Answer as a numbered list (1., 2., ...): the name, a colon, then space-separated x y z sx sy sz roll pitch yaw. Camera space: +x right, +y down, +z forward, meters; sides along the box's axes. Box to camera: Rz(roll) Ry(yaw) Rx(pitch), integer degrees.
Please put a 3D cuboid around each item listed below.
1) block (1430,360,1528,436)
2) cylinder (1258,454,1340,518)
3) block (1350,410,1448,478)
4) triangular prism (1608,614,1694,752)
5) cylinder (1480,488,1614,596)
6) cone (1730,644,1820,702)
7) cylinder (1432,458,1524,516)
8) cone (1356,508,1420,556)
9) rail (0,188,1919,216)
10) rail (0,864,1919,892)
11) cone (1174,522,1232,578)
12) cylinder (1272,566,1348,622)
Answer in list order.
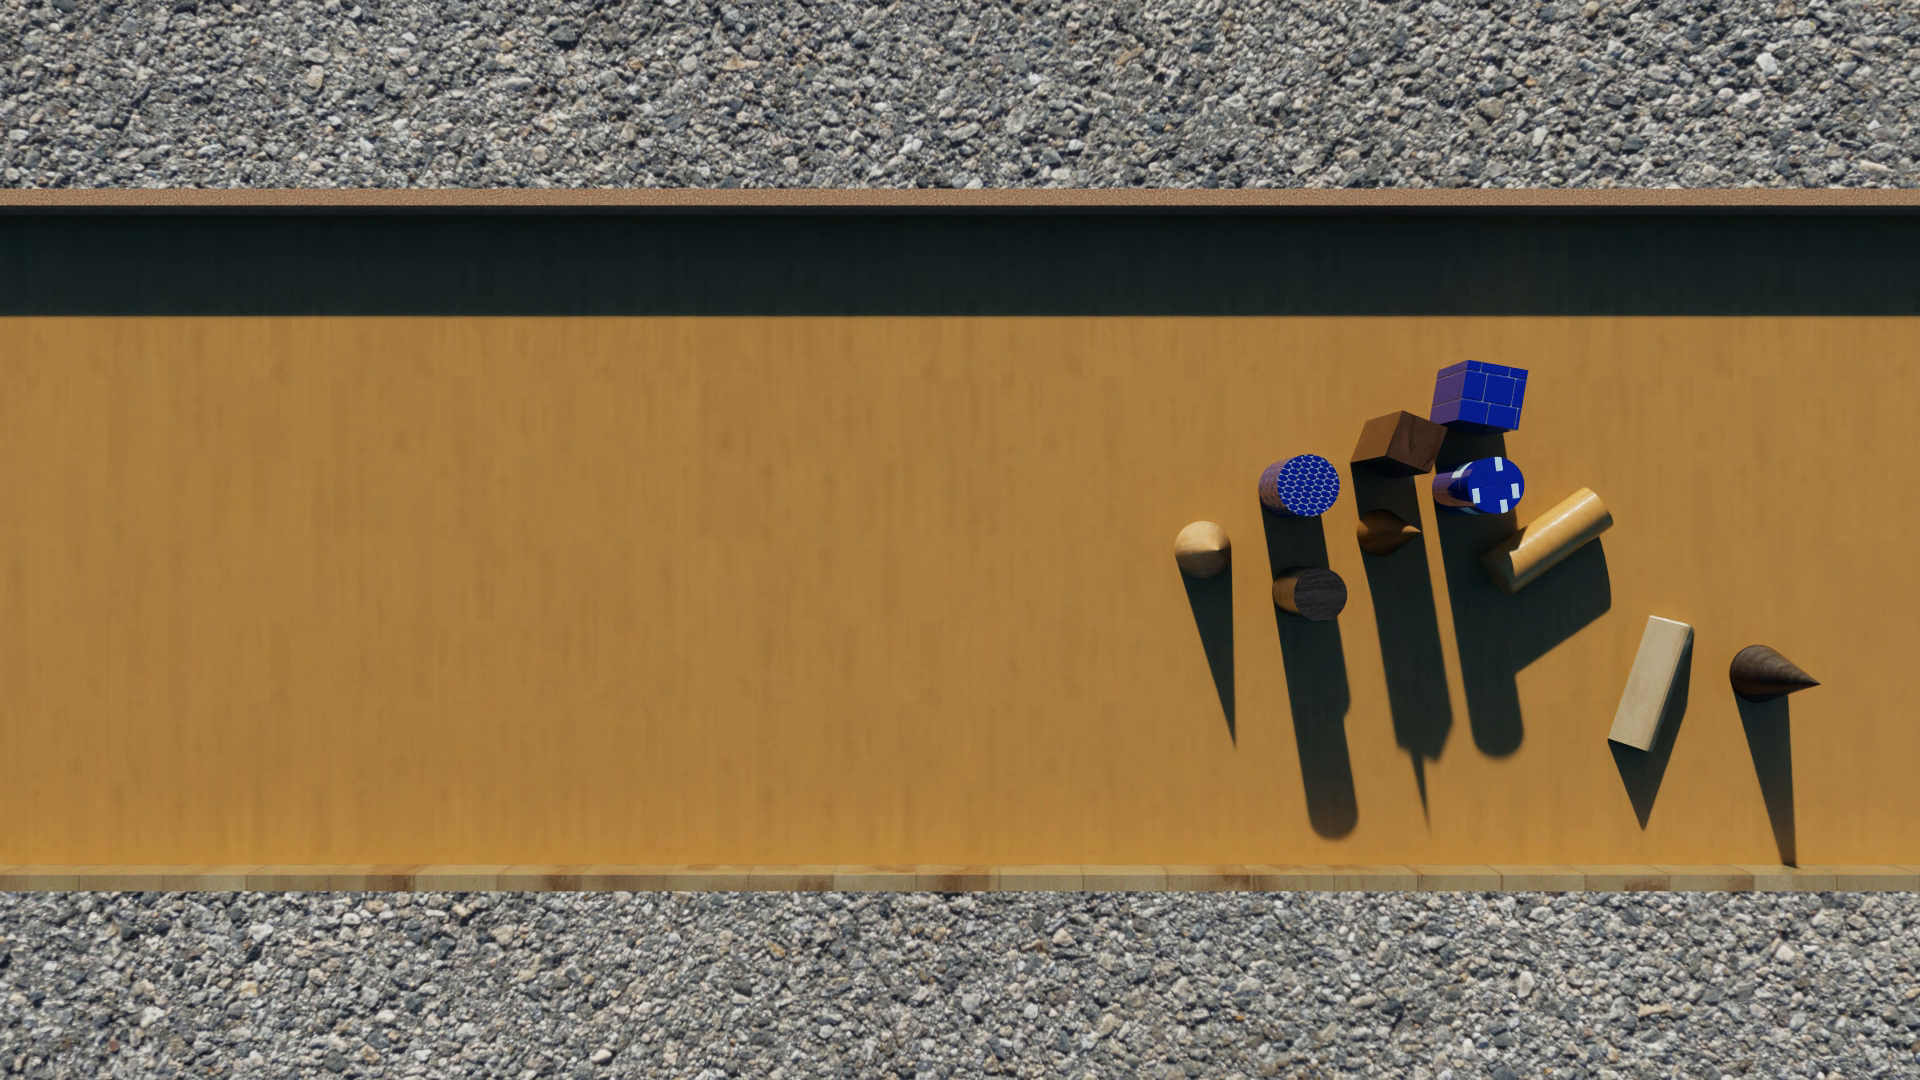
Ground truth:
1. block: 1.543 -0.420 4.925 0.176 0.303 0.176 10 90 0
2. cylinder: 1.007 -0.158 4.921 0.180 0.311 0.180 0 90 0
3. block: 1.289 -0.278 4.867 0.138 0.420 0.138 21 90 0
4. triangular prism: 2.125 0.443 5.012 0.142 0.123 0.401 19 90 0
5. cylinder: 1.779 0.004 5.003 0.369 0.147 0.147 -34 90 0
6. cone: 2.457 0.412 4.890 0.179 0.373 0.179 0 90 0
7. cylinder: 1.533 -0.156 4.897 0.162 0.359 0.162 0 90 0
8. cone: 1.294 -0.023 4.851 0.147 0.451 0.147 0 90 0
9. rail: -2.247 -1.025 5.002 12.000 0.150 0.050 0 90 0
10. rail: -2.247 1.025 5.001 12.000 0.150 0.050 0 90 0
11. cone: 0.748 0.030 4.926 0.176 0.300 0.176 0 90 0
12. cylinder: 1.037 0.158 4.911 0.155 0.331 0.155 0 90 0
